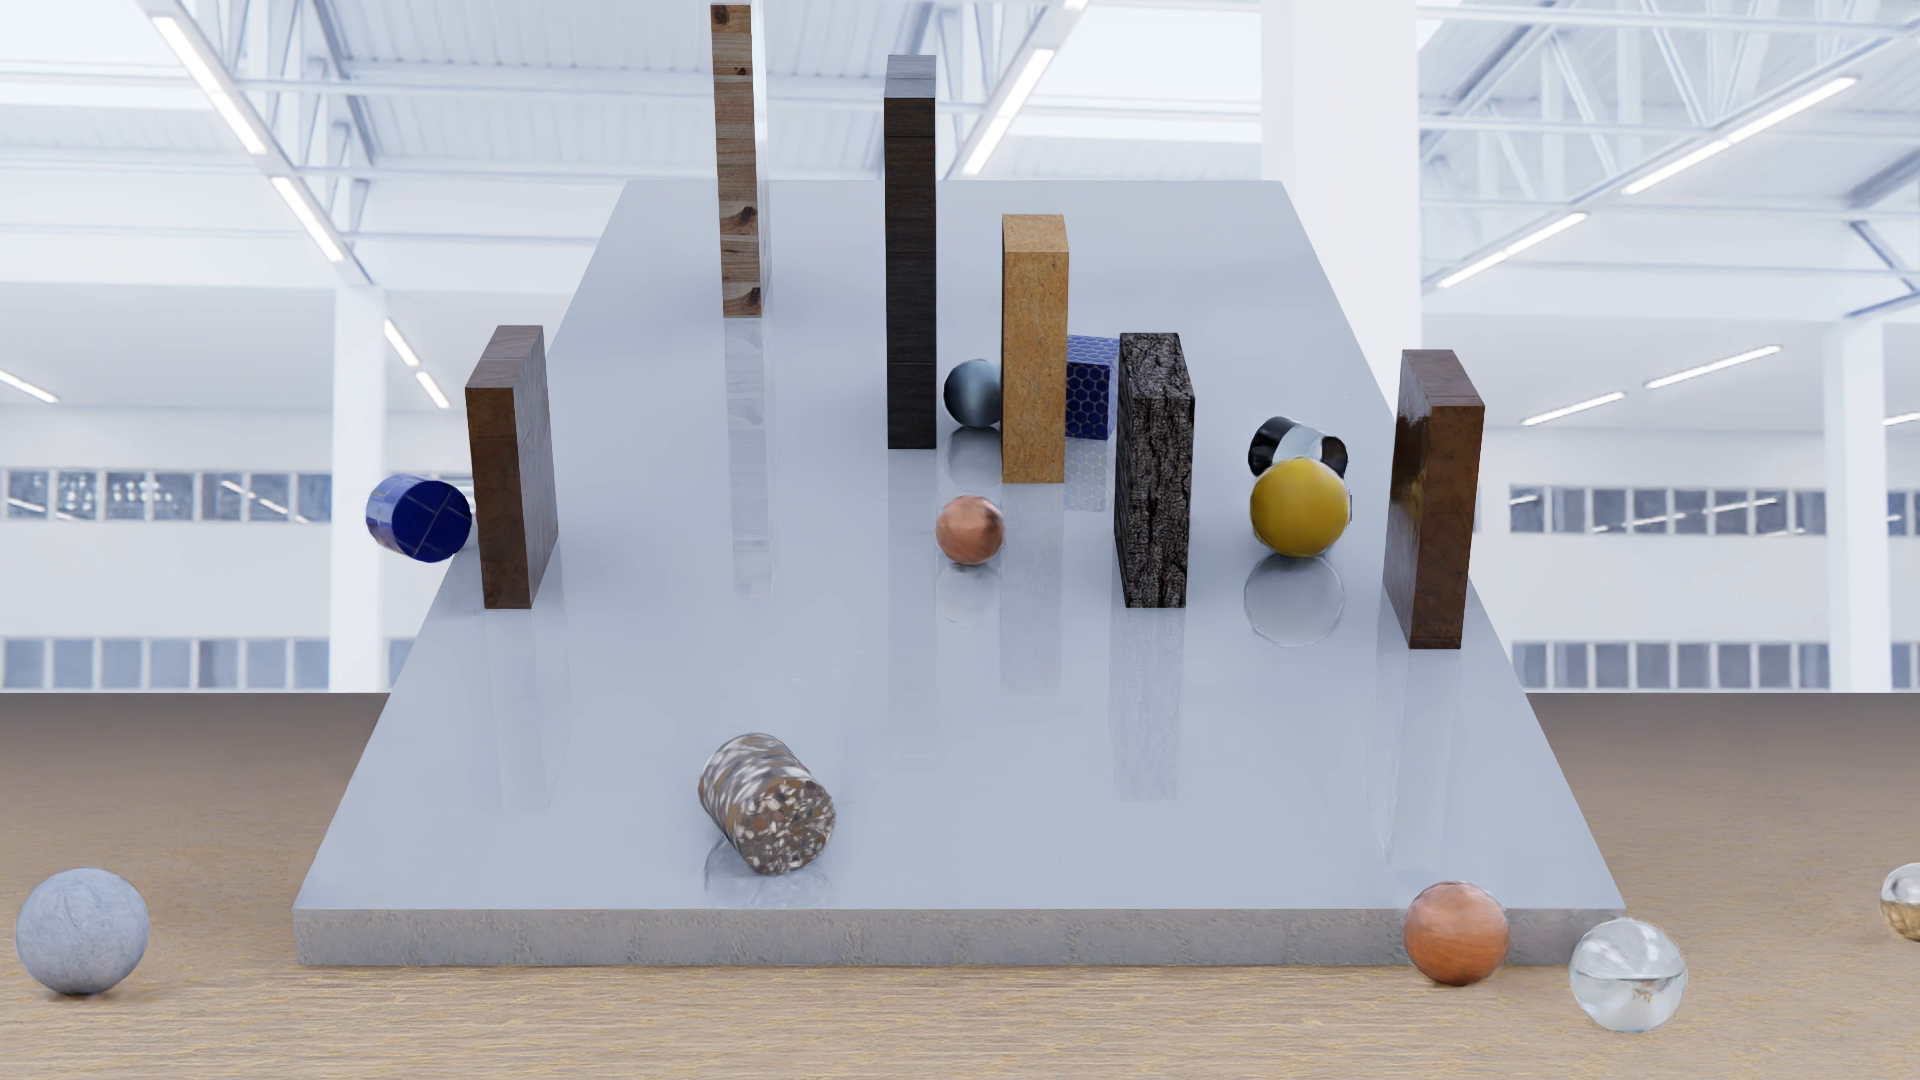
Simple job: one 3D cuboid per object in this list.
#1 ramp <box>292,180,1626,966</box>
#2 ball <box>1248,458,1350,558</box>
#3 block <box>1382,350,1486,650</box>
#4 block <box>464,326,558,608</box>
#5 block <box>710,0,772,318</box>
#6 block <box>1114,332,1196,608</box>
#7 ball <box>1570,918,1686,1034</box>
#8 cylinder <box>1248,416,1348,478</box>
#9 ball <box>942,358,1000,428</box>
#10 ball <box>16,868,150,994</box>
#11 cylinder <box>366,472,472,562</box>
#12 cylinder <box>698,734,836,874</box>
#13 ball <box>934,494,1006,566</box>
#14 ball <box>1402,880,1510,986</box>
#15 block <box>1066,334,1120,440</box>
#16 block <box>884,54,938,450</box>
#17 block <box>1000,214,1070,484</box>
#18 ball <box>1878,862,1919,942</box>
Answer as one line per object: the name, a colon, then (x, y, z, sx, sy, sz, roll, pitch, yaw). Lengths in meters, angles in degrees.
ramp: (-0.008, -0.229, 5.334, 2.000, 0.100, 4.000, 0, 24, 0)
ball: (0.672, -0.064, 4.614, 0.199, 0.199, 0.199, 0, -4, 0)
block: (0.870, -0.078, 4.307, 0.094, 0.477, 0.293, 0, 24, 0)
block: (-0.857, -0.144, 4.481, 0.088, 0.447, 0.344, 0, 24, 0)
block: (-0.555, -1.008, 5.965, 0.097, 0.795, 0.383, 0, 24, 0)
block: (0.371, -0.139, 4.505, 0.114, 0.424, 0.363, 0, 24, 0)
ball: (0.814, 0.531, 2.845, 0.137, 0.137, 0.137, 0, -4, 0)
cylinder: (0.711, -0.171, 4.912, 0.147, 0.147, 0.147, 3, 17, -41)
ball: (0.039, -0.330, 5.247, 0.155, 0.155, 0.155, 0, -4, 0)
ball: (-1.202, 0.536, 3.198, 0.173, 0.173, 0.173, 0, -4, 0)
cylinder: (-1.087, -0.046, 4.678, 0.163, 0.163, 0.163, 2, 5, -33)
cylinder: (-0.300, 0.407, 3.614, 0.162, 0.162, 0.162, 2, 21, -30)
ball: (0.020, -0.020, 4.585, 0.138, 0.138, 0.138, 0, -4, 0)
ball: (0.699, 0.554, 3.288, 0.148, 0.148, 0.148, 0, -4, 0)
block: (0.266, -0.347, 5.260, 0.178, 0.178, 0.178, 6, 25, 14)
block: (-0.106, -0.640, 5.169, 0.107, 0.785, 0.396, 0, 24, 0)
block: (0.157, -0.411, 4.994, 0.131, 0.513, 0.270, 0, 24, 0)
ball: (1.586, 0.598, 3.849, 0.130, 0.130, 0.130, 0, -4, 0)
